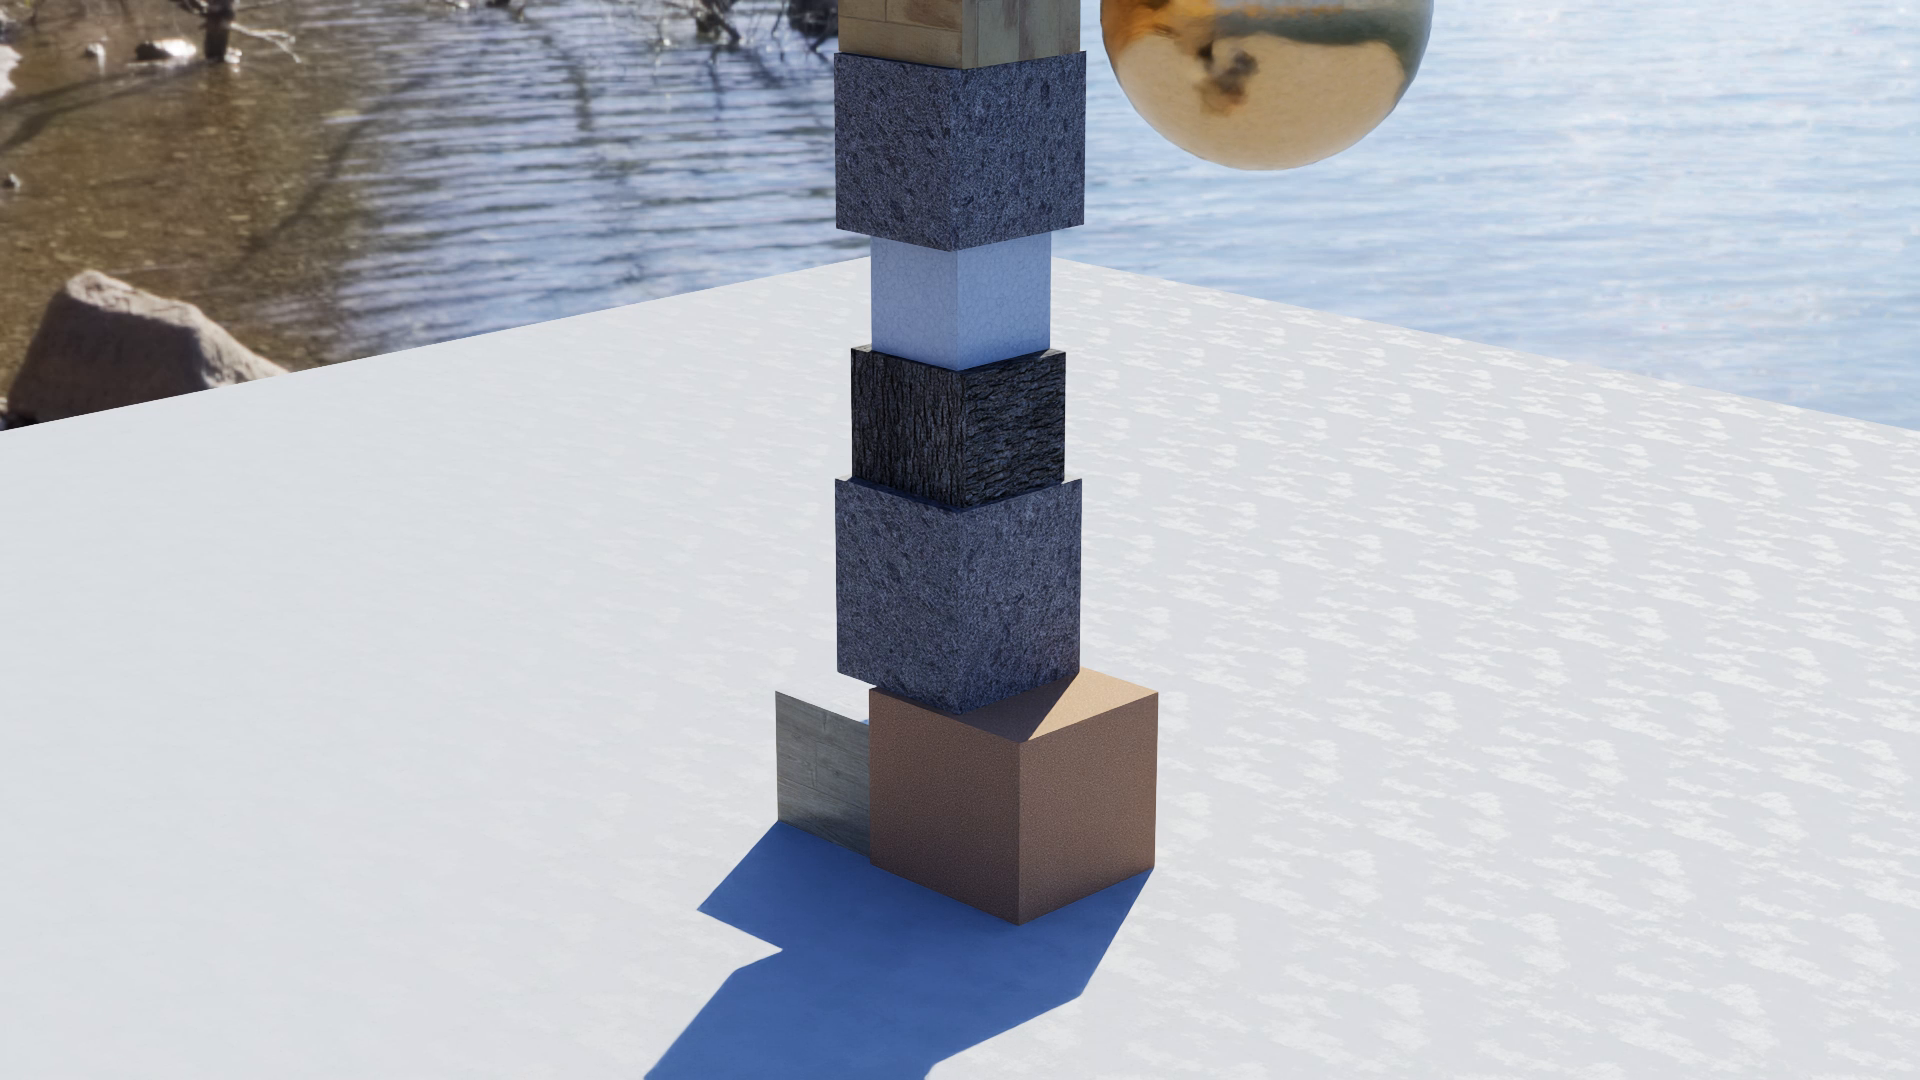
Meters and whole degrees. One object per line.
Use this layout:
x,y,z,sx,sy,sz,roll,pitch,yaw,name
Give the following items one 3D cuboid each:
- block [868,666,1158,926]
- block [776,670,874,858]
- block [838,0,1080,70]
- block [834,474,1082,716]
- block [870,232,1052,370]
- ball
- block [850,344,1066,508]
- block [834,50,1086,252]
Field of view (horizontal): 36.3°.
0.243,1.094,13.425,0.907,0.863,0.953,-17,24,-42,block
-0.346,1.014,14.012,0.812,0.663,0.684,-17,24,-42,block
-0.004,-2.500,12.552,0.720,0.816,0.757,-17,24,-42,block
-0.007,0.165,13.386,0.793,0.933,0.790,-17,24,-42,block
0.004,-1.116,12.996,0.586,0.555,0.542,-17,24,-42,block
1.467,-2.573,14.071,1.600,1.600,1.600,0,17,0,ball
-0.009,-0.564,13.155,0.632,0.595,0.727,-17,24,-42,block
0.002,-1.746,12.796,0.836,0.767,0.710,-17,24,-42,block
